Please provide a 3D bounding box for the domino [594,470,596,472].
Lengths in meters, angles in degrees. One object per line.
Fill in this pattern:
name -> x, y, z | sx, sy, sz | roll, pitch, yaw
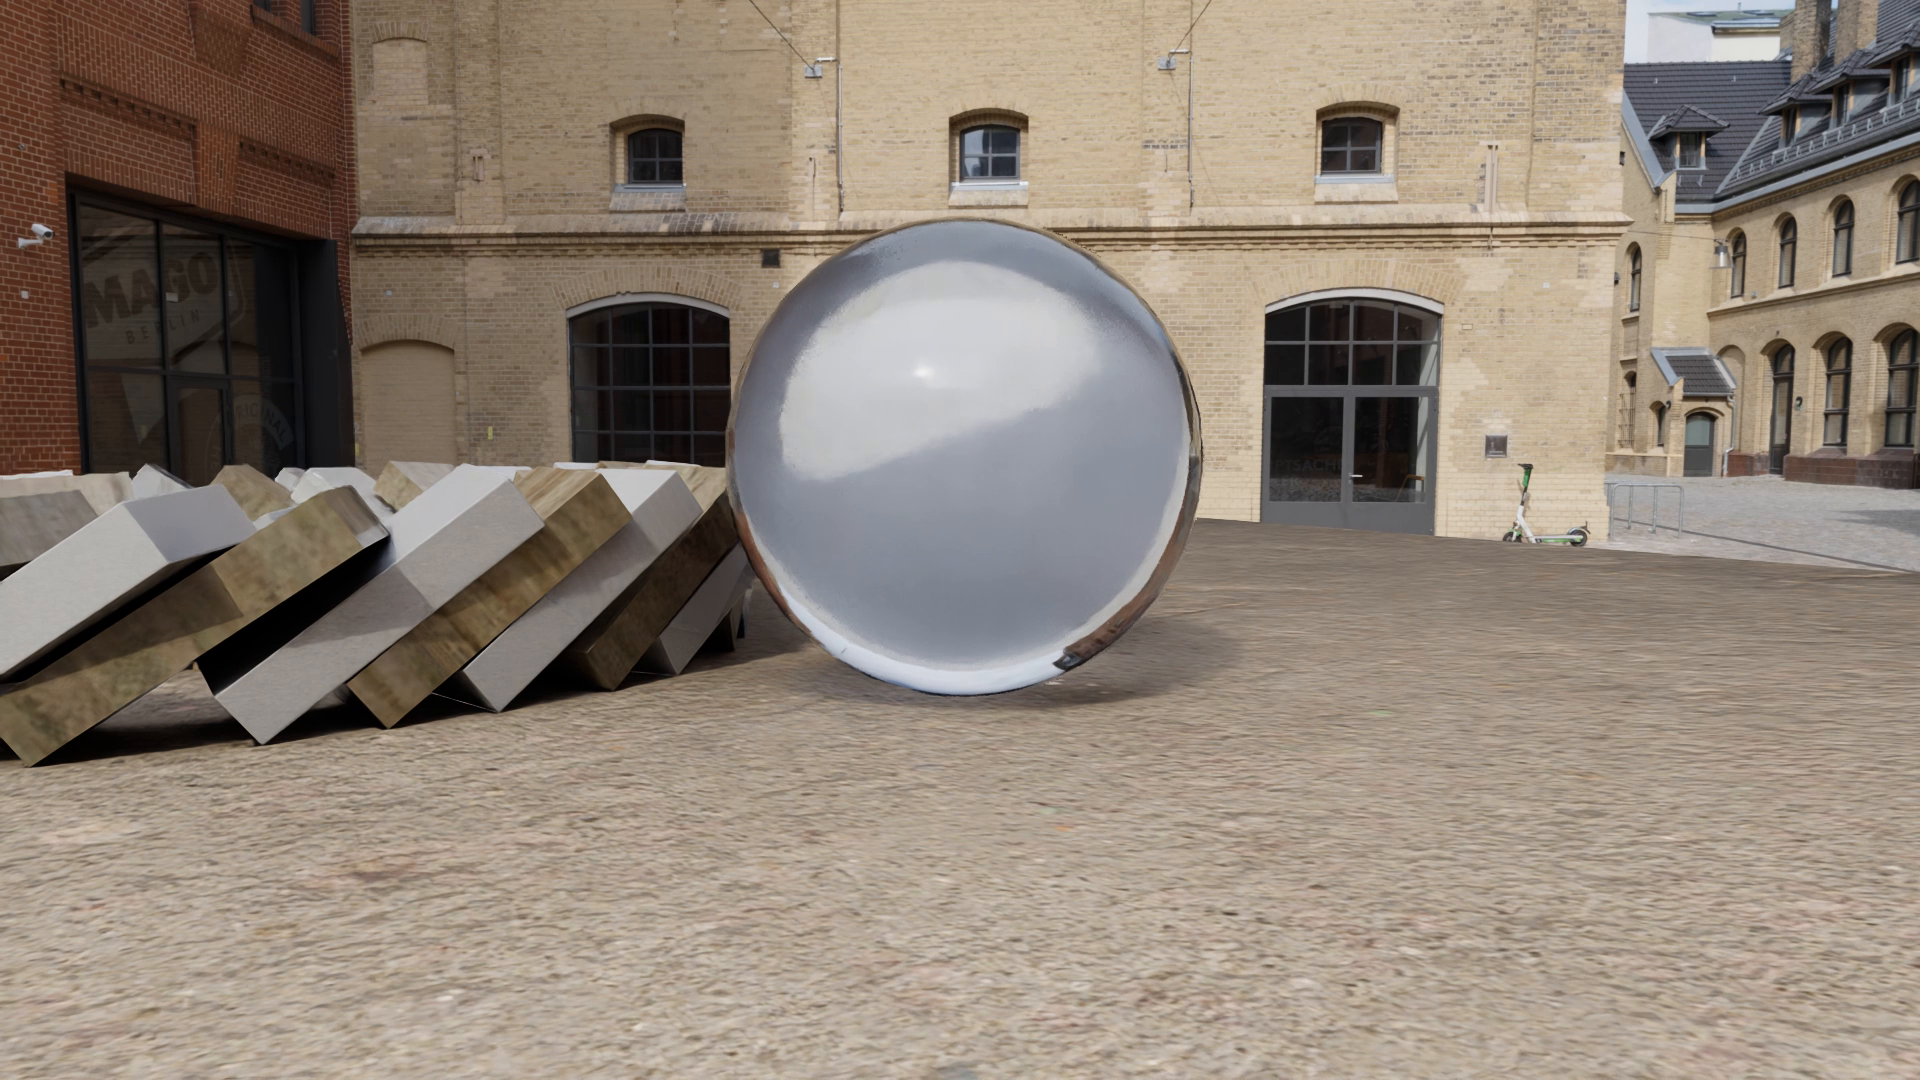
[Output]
domino -> -0.078, 0.000, 0.333 | 0.025, 0.009, 0.050 | -2, 38, -26

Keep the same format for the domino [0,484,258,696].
domino -> -0.125, 0.011, 0.176 | 0.050, 0.010, 0.025 | -33, 9, 2

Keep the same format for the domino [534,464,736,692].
domino -> -0.061, 0.005, 0.240 | 0.025, 0.009, 0.050 | 4, 43, 30

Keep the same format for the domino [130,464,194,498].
domino -> -0.190, -0.001, 0.335 | 0.050, 0.009, 0.025 | 38, -14, -24

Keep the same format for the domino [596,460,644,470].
domino -> -0.096, -0.008, 0.423 | 0.050, 0.009, 0.025 | 38, 15, 19

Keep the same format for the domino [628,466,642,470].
domino -> -0.069, 0.000, 0.319 | 0.025, 0.009, 0.050 | 2, 37, -19

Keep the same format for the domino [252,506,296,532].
domino -> -0.140, 0.008, 0.244 | 0.050, 0.009, 0.025 | -26, 6, 11

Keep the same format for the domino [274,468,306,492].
domino -> -0.194, -0.006, 0.414 | 0.050, 0.009, 0.025 | 31, -6, -17

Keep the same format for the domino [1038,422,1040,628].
domino -> 0.006, -0.004, 0.304 | 0.025, 0.050, 0.010 | 0, -27, 2

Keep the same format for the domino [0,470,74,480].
domino -> -0.184, 0.005, 0.250 | 0.025, 0.009, 0.050 | -9, -25, -32

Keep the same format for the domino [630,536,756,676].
domino -> -0.055, 0.006, 0.256 | 0.025, 0.009, 0.050 | 2, 36, 25

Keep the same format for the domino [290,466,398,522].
domino -> -0.155, -0.002, 0.355 | 0.050, 0.009, 0.025 | 34, 5, -1

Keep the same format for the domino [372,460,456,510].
domino -> -0.136, -0.003, 0.358 | 0.050, 0.009, 0.025 | 38, 12, 14

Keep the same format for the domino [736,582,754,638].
domino -> -0.060, 0.003, 0.297 | 0.025, 0.009, 0.050 | 0, 36, -2

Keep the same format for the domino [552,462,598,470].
domino -> -0.112, -0.008, 0.428 | 0.050, 0.009, 0.025 | 37, 15, 16

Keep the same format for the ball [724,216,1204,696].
ball -> 0.001, -0.014, 0.217 | 0.080, 0.080, 0.080 | 0, 4, 0

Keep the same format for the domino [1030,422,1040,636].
domino -> 0.005, -0.003, 0.293 | 0.025, 0.050, 0.009 | 0, -27, 2

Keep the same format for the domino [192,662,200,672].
domino -> -0.119, 0.019, 0.253 | 0.050, 0.009, 0.025 | 0, 4, -5

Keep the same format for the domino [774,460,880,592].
domino -> -0.033, -0.005, 0.385 | 0.025, 0.009, 0.050 | -3, 42, -41

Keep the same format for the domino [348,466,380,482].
domino -> -0.177, -0.007, 0.421 | 0.050, 0.009, 0.025 | 31, -6, -11

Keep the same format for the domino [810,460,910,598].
domino -> -0.021, -0.004, 0.373 | 0.025, 0.009, 0.050 | -3, 42, -38

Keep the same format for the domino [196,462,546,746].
domino -> -0.091, 0.008, 0.199 | 0.050, 0.009, 0.025 | -43, 30, -23

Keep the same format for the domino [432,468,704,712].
domino -> -0.070, 0.007, 0.223 | 0.025, 0.009, 0.050 | 4, 43, 43

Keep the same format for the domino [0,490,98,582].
domino -> -0.145, 0.012, 0.174 | 0.050, 0.009, 0.025 | -32, 4, 7

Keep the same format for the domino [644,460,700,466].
domino -> -0.080, -0.007, 0.417 | 0.050, 0.009, 0.025 | 40, 18, 24

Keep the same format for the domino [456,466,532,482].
domino -> -0.116, -0.002, 0.354 | 0.050, 0.010, 0.025 | 40, 21, 23

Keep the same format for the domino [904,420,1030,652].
domino -> 0.002, -0.002, 0.271 | 0.025, 0.050, 0.010 | 0, -27, 2

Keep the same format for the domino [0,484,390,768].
domino -> -0.109, 0.011, 0.184 | 0.050, 0.010, 0.025 | -36, 13, -10

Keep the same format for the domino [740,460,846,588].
domino -> -0.046, -0.006, 0.395 | 0.025, 0.009, 0.050 | -4, 43, -47

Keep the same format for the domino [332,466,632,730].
domino -> -0.080, 0.008, 0.210 | 0.025, 0.009, 0.050 | 8, 46, 48

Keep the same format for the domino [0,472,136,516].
domino -> -0.170, 0.006, 0.238 | 0.025, 0.009, 0.050 | -8, -26, -42

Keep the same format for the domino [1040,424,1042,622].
domino -> 0.007, -0.005, 0.315 | 0.025, 0.050, 0.009 | 0, -27, 2

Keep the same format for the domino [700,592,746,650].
domino -> -0.059, 0.003, 0.280 | 0.025, 0.009, 0.050 | 1, 39, 0

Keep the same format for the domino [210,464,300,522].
domino -> -0.174, -0.002, 0.345 | 0.050, 0.009, 0.025 | 36, -7, -16

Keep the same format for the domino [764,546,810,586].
domino -> -0.060, -0.005, 0.406 | 0.050, 0.009, 0.025 | 42, 28, 30

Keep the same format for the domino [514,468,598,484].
domino -> -0.098, -0.001, 0.345 | 0.025, 0.010, 0.050 | -5, 40, -48

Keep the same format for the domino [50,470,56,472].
domino -> -0.202, 0.001, 0.319 | 0.025, 0.010, 0.050 | 5, -28, 49

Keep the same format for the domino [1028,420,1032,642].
domino -> 0.003, -0.002, 0.282 | 0.025, 0.050, 0.009 | 0, -27, 2
